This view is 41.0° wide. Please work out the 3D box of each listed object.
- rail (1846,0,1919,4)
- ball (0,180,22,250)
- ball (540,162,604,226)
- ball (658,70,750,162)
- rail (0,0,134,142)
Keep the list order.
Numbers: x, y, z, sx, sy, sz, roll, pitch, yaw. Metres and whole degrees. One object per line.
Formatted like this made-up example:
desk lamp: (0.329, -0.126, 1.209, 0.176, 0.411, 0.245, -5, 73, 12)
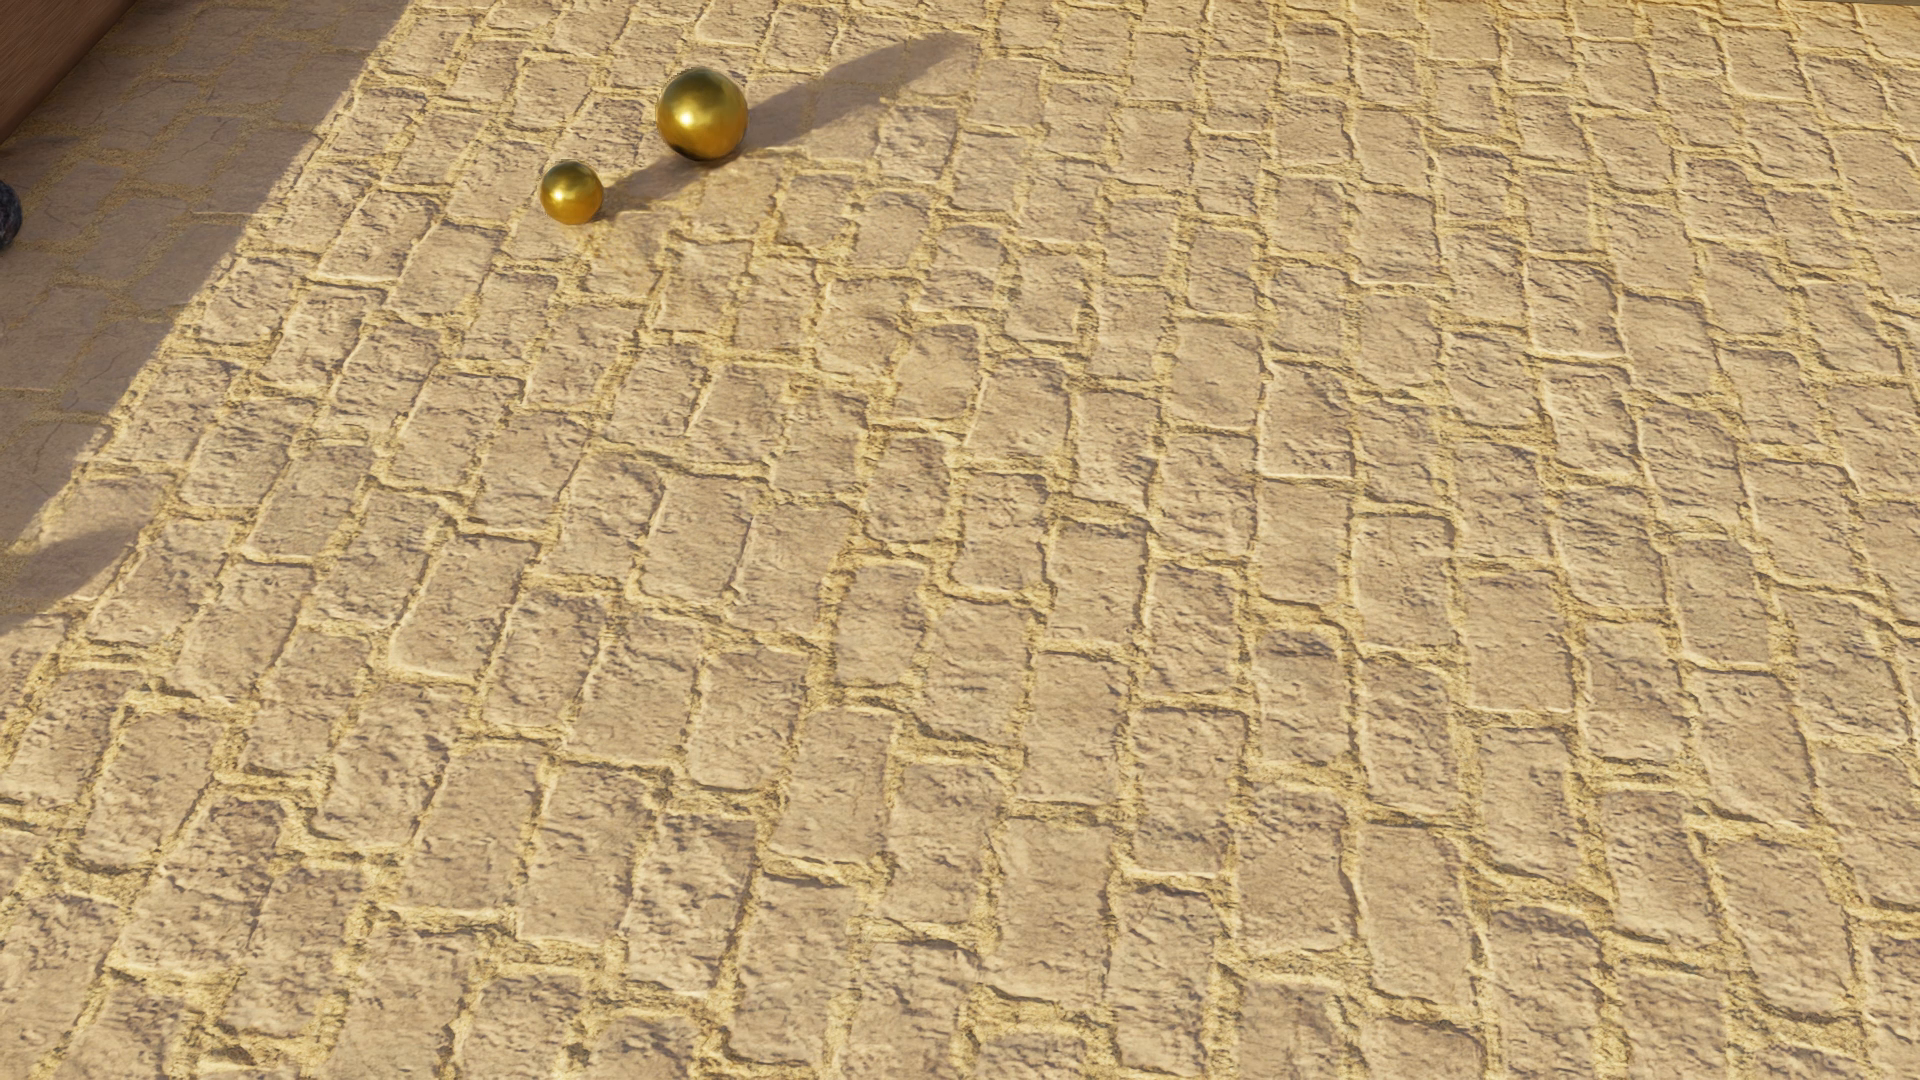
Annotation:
rail: (1.070, -0.564, 2.518, 3.791, 0.113, 0.045, 4, 36, 6)
ball: (-0.822, -0.273, 2.148, 0.068, 0.068, 0.068, 0, 35, 0)
ball: (-0.332, -0.297, 2.194, 0.054, 0.054, 0.054, 0, 35, 0)
ball: (-0.229, -0.378, 2.286, 0.081, 0.081, 0.081, 0, 35, 0)
rail: (-0.917, -0.084, 1.843, 0.045, 0.113, 2.176, 4, 36, 6)
